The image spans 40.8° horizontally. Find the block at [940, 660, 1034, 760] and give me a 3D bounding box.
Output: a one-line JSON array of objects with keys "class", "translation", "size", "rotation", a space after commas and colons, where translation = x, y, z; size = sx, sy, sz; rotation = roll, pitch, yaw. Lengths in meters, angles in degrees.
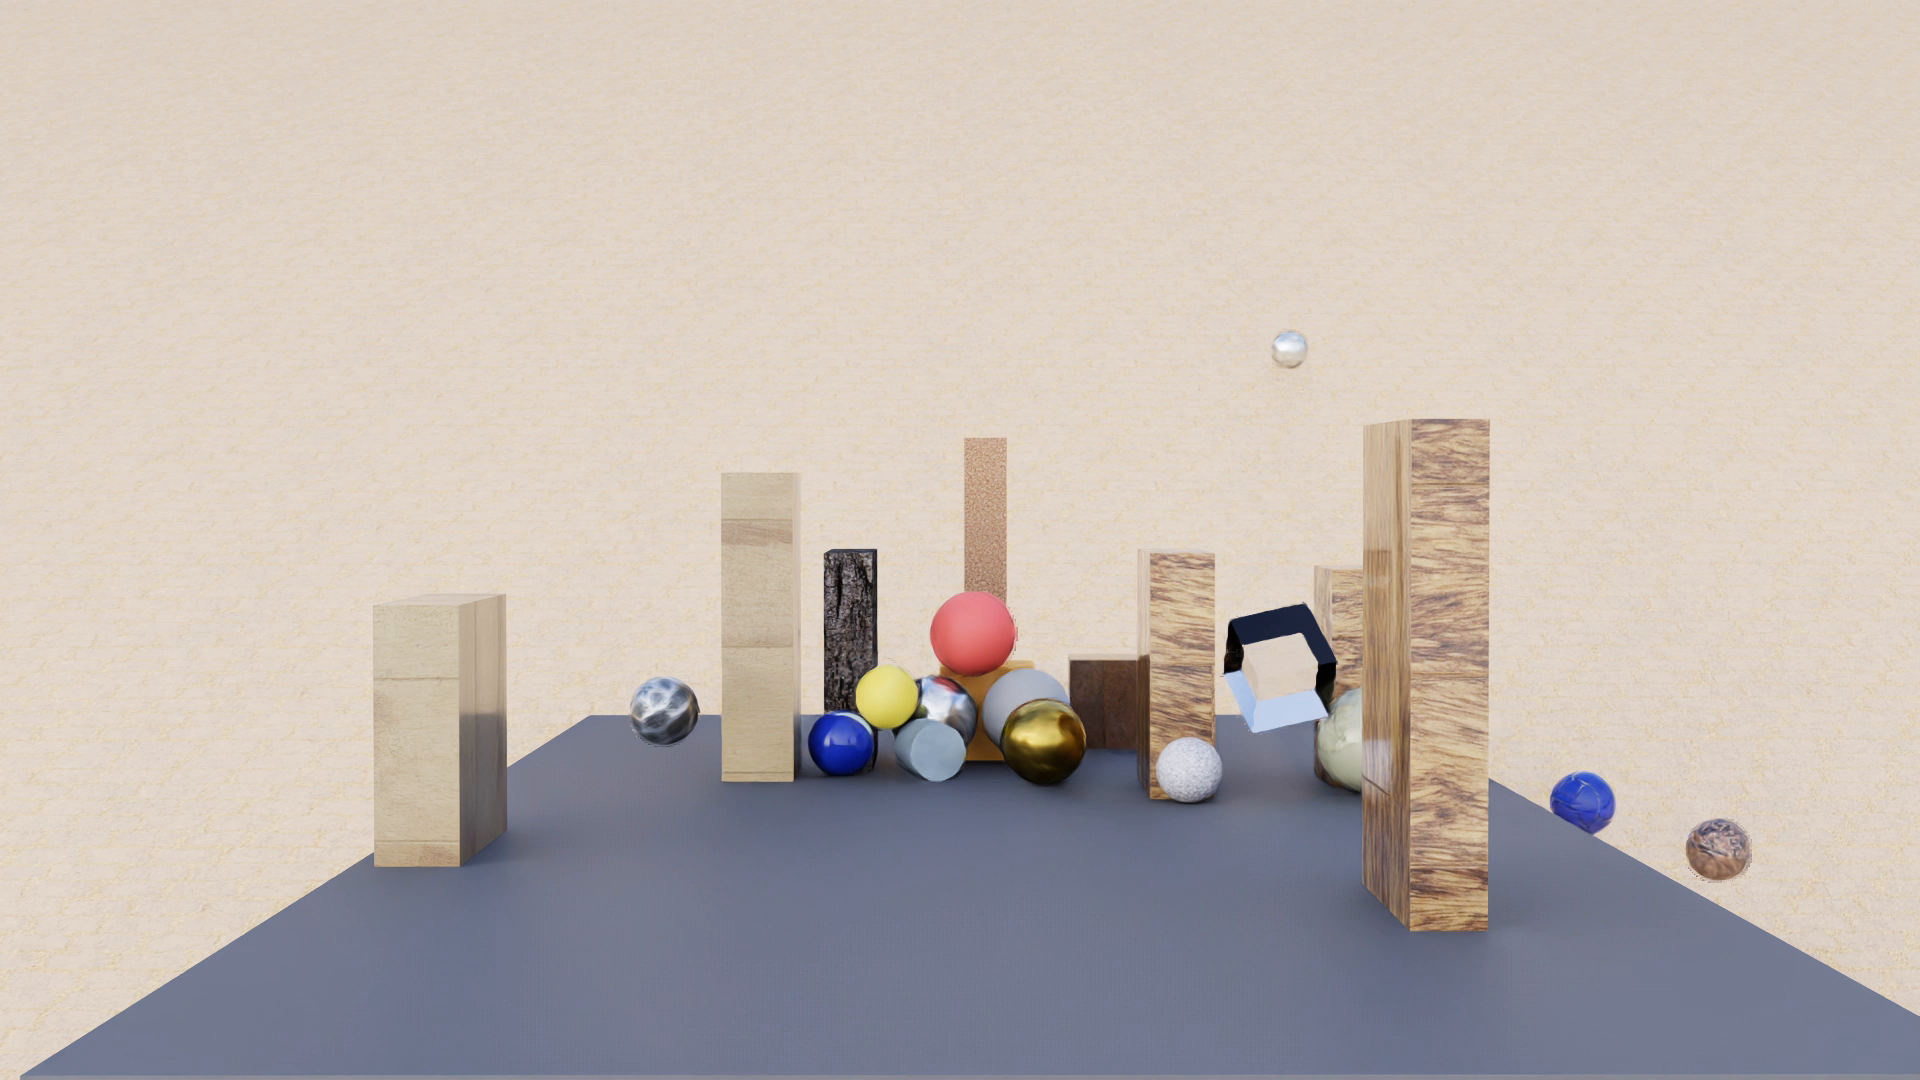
[{"class": "block", "translation": [0.059, 0.367, 5.584], "size": [0.201, 0.201, 0.201], "rotation": [0, 1, 0]}]

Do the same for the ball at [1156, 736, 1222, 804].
[{"class": "ball", "translation": [0.423, 0.424, 4.759], "size": [0.122, 0.122, 0.122], "rotation": [0, 26, 0]}]

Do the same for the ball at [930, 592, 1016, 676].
[{"class": "ball", "translation": [0.026, 0.198, 5.425], "size": [0.179, 0.179, 0.179], "rotation": [0, 26, 0]}]

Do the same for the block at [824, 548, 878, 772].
[{"class": "block", "translation": [-0.229, 0.247, 5.445], "size": [0.099, 0.447, 0.355], "rotation": [0, 1, 0]}]

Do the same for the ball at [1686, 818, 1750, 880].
[{"class": "ball", "translation": [1.445, 0.590, 4.921], "size": [0.119, 0.119, 0.119], "rotation": [0, 26, 0]}]

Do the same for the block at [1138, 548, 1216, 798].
[{"class": "block", "translation": [0.415, 0.250, 4.986], "size": [0.121, 0.459, 0.339], "rotation": [0, 1, 0]}]

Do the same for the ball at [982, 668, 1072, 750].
[{"class": "ball", "translation": [0.139, 0.362, 5.388], "size": [0.188, 0.188, 0.188], "rotation": [0, 26, 0]}]

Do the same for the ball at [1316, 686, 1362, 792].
[{"class": "ball", "translation": [0.780, 0.380, 4.908], "size": [0.203, 0.203, 0.203], "rotation": [0, 26, 0]}]

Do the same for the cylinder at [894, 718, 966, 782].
[{"class": "cylinder", "translation": [-0.061, 0.420, 5.164], "size": [0.114, 0.114, 0.114], "rotation": [-9, 4, -18]}]

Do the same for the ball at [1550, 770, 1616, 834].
[{"class": "ball", "translation": [1.358, 0.574, 5.625], "size": [0.141, 0.141, 0.141], "rotation": [0, 26, 0]}]

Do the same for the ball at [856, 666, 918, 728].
[{"class": "ball", "translation": [-0.148, 0.317, 5.210], "size": [0.128, 0.128, 0.128], "rotation": [0, 26, 0]}]

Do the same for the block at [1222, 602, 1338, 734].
[{"class": "block", "translation": [0.597, 0.240, 4.832], "size": [0.154, 0.154, 0.154], "rotation": [-12, 47, -12]}]

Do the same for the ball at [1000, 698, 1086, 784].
[{"class": "ball", "translation": [0.163, 0.395, 5.051], "size": [0.169, 0.169, 0.169], "rotation": [0, 26, 0]}]

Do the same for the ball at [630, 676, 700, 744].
[{"class": "ball", "translation": [-0.590, 0.340, 5.152], "size": [0.138, 0.138, 0.138], "rotation": [0, 26, 0]}]

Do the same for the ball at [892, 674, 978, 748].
[{"class": "ball", "translation": [-0.054, 0.373, 5.393], "size": [0.183, 0.183, 0.183], "rotation": [0, 26, 0]}]

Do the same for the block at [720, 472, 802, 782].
[{"class": "block", "translation": [-0.401, 0.170, 5.225], "size": [0.142, 0.611, 0.250], "rotation": [0, 1, 0]}]

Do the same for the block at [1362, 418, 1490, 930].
[{"class": "block", "translation": [0.644, 0.174, 3.594], "size": [0.103, 0.674, 0.403], "rotation": [0, 1, 0]}]

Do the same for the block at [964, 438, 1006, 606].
[{"class": "block", "translation": [0.057, 0.117, 5.811], "size": [0.093, 0.690, 0.263], "rotation": [0, 1, 0]}]

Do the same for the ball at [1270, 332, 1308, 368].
[{"class": "ball", "translation": [1.130, -0.653, 8.855], "size": [0.126, 0.126, 0.126], "rotation": [0, 26, 0]}]

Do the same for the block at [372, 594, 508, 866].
[{"class": "block", "translation": [-0.837, 0.297, 4.183], "size": [0.132, 0.403, 0.423], "rotation": [0, 1, 0]}]

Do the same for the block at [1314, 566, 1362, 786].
[{"class": "block", "translation": [0.788, 0.265, 5.132], "size": [0.135, 0.422, 0.249], "rotation": [0, 1, 0]}]

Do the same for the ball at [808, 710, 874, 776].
[{"class": "ball", "translation": [-0.240, 0.409, 5.203], "size": [0.134, 0.134, 0.134], "rotation": [0, 26, 0]}]

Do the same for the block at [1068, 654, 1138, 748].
[{"class": "block", "translation": [0.344, 0.363, 5.838], "size": [0.197, 0.197, 0.197], "rotation": [0, 1, 1]}]

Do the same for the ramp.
[{"class": "ramp", "translation": [0.060, 0.540, 4.576], "size": [2.000, 0.100, 4.000], "rotation": [0, 1, 0]}]
